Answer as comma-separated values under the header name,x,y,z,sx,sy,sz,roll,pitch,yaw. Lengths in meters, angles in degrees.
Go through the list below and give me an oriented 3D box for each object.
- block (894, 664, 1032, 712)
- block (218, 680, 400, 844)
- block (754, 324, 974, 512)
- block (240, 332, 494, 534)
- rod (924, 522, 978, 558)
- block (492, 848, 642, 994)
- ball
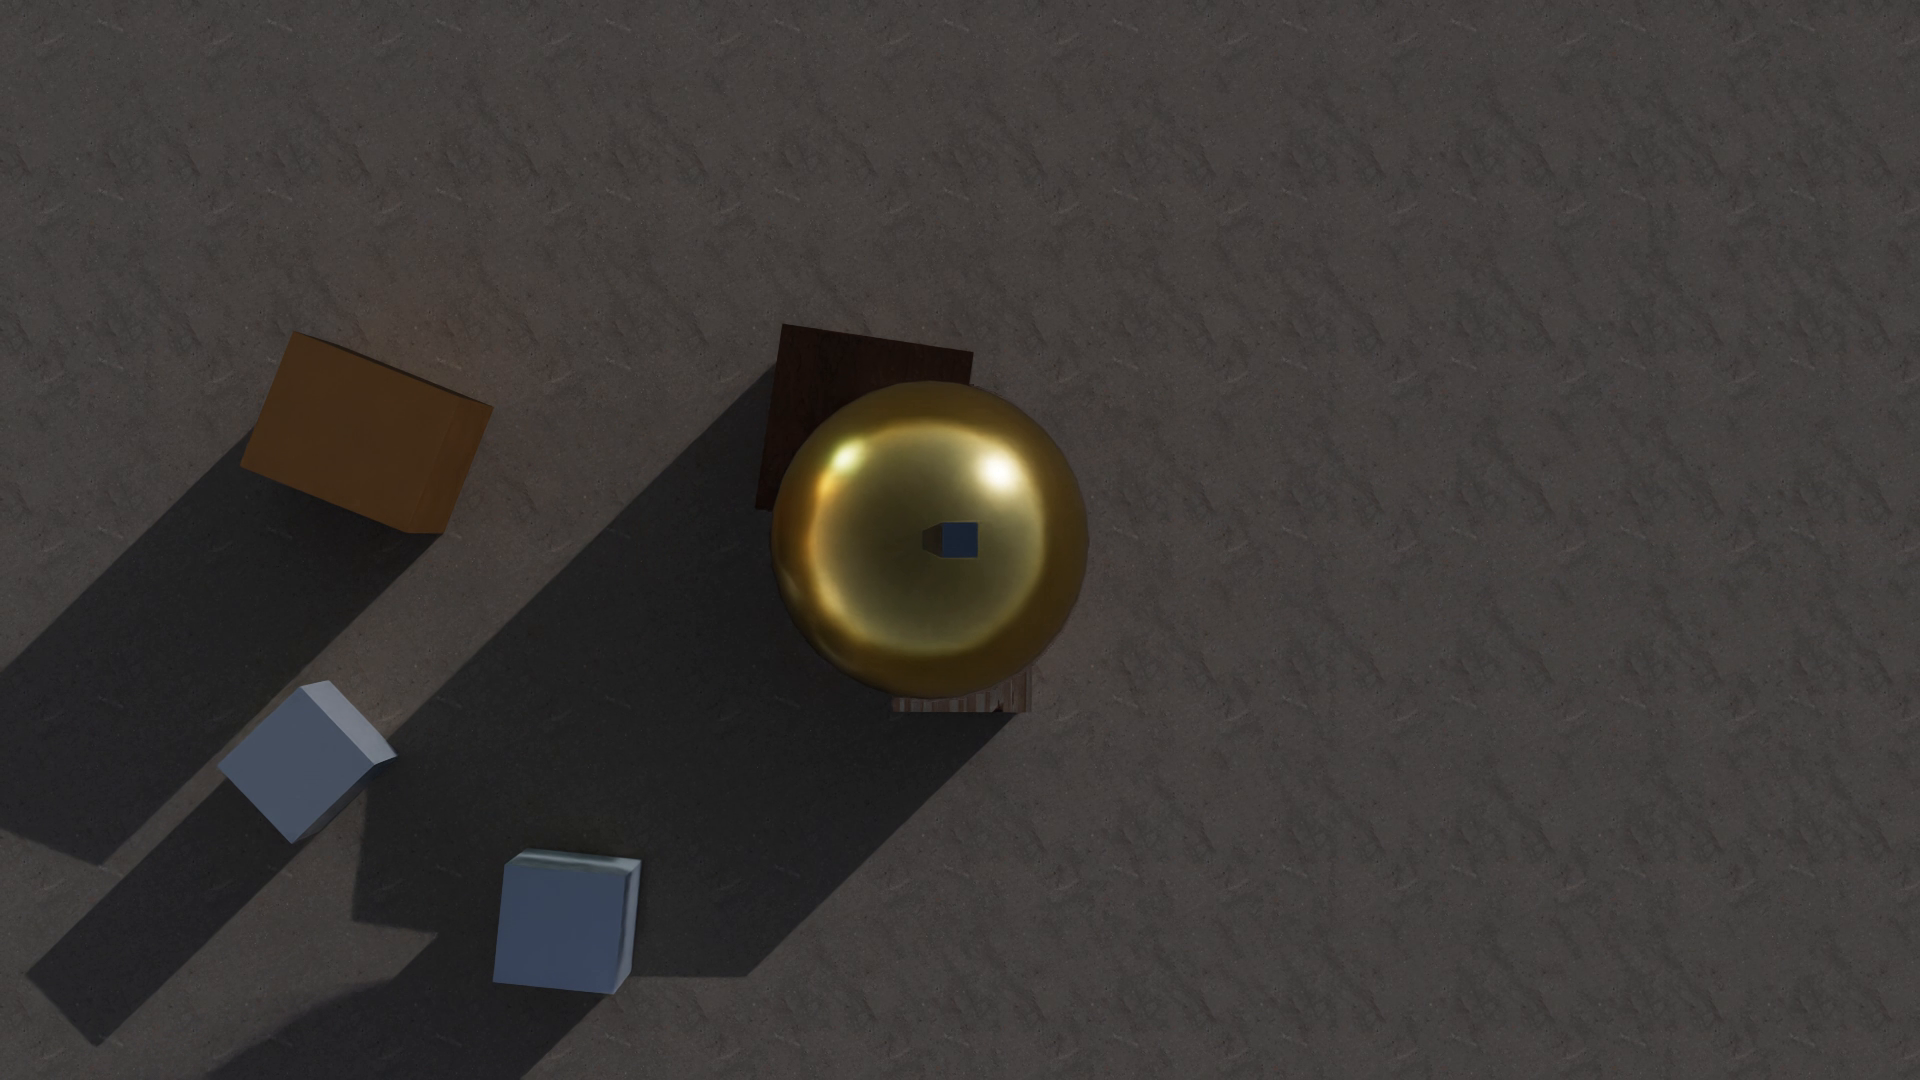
name,x,y,z,sx,sy,sz,roll,pitch,yaw
block,0.016,0.517,12.643,0.776,0.714,0.888,0,90,0
block,-3.756,1.273,12.716,0.649,0.568,0.611,-44,90,0
block,-0.520,-0.594,12.467,1.051,1.066,1.017,8,90,0
block,-3.365,-0.597,12.565,0.994,0.870,0.805,22,90,0
rod,-0.065,0.000,7.602,0.080,5.200,0.080,0,90,-1
block,-2.250,2.186,12.671,0.682,0.658,0.665,6,90,0
ball,-0.151,0.000,11.001,1.600,1.600,1.600,0,90,0
